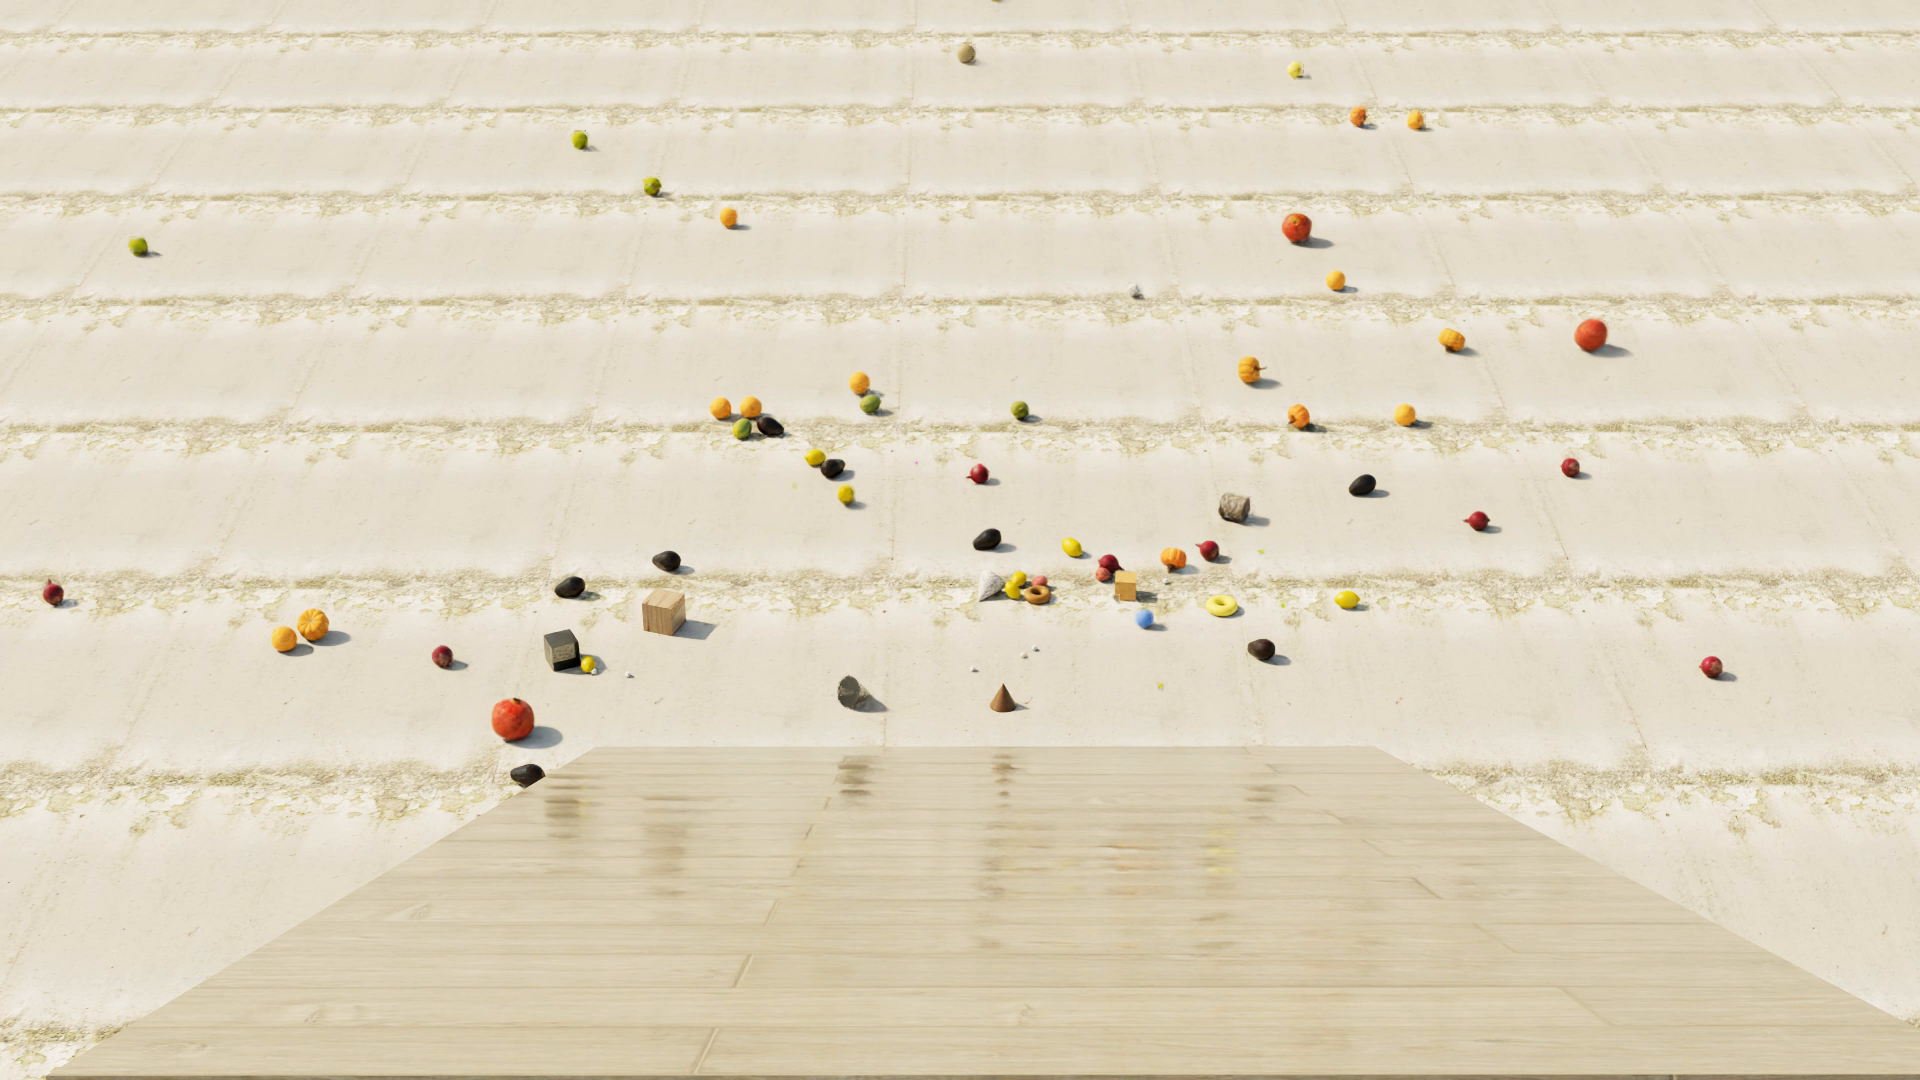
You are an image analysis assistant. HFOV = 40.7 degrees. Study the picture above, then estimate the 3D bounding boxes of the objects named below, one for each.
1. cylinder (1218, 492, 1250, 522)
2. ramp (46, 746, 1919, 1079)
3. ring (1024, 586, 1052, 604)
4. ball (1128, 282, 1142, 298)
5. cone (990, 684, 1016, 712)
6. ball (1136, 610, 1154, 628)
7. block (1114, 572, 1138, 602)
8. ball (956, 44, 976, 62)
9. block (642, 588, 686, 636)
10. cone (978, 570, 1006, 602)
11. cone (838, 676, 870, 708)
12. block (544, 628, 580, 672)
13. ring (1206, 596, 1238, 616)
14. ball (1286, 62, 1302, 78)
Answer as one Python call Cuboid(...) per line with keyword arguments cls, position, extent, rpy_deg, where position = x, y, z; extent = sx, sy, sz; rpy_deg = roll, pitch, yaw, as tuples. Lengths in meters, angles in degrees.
Cuboid(cls="cylinder", position=(0.834, -0.099, 7.862), extent=(0.074, 0.074, 0.074), rpy_deg=(14, 32, 23))
Cuboid(cls="ramp", position=(0.066, 0.588, 4.639), extent=(2.000, 0.100, 4.000), rpy_deg=(0, 0, 0))
Cuboid(cls="ring", position=(0.224, 0.158, 7.453), extent=(0.080, 0.027, 0.080), rpy_deg=(-1, 30, 0))
Cuboid(cls="ball", position=(0.627, -0.900, 9.311), extent=(0.052, 0.052, 0.052), rpy_deg=(0, 29, 0))
Cuboid(cls="cone", position=(0.116, 0.414, 6.949), extent=(0.072, 0.072, 0.072), rpy_deg=(0, 29, 0))
Cuboid(cls="ball", position=(0.522, 0.222, 7.313), extent=(0.052, 0.052, 0.052), rpy_deg=(0, 29, 0))
Cuboid(cls="block", position=(0.478, 0.133, 7.462), extent=(0.060, 0.060, 0.060), rpy_deg=(3, 29, 5))
Cuboid(cls="ball", position=(0.026, -2.173, 11.544), extent=(0.085, 0.085, 0.085), rpy_deg=(0, 29, 0))
Cuboid(cls="block", position=(-0.836, 0.204, 7.305), extent=(0.090, 0.090, 0.090), rpy_deg=(10, 31, 17))
Cuboid(cls="cone", position=(0.073, 0.146, 7.460), extent=(0.088, 0.088, 0.088), rpy_deg=(18, 61, 29))
Cuboid(cls="cone", position=(-0.271, 0.413, 6.986), extent=(0.085, 0.085, 0.085), rpy_deg=(9, 16, -47))
Cuboid(cls="block", position=(-1.099, 0.304, 7.140), extent=(0.077, 0.077, 0.077), rpy_deg=(-13, 32, -22))
Cuboid(cls="ring", position=(0.749, 0.188, 7.396), extent=(0.091, 0.030, 0.091), rpy_deg=(-1, 29, 1))
Cuboid(cls="ball", position=(1.472, -2.069, 11.376), extent=(0.067, 0.067, 0.067), rpy_deg=(0, 29, 0))
